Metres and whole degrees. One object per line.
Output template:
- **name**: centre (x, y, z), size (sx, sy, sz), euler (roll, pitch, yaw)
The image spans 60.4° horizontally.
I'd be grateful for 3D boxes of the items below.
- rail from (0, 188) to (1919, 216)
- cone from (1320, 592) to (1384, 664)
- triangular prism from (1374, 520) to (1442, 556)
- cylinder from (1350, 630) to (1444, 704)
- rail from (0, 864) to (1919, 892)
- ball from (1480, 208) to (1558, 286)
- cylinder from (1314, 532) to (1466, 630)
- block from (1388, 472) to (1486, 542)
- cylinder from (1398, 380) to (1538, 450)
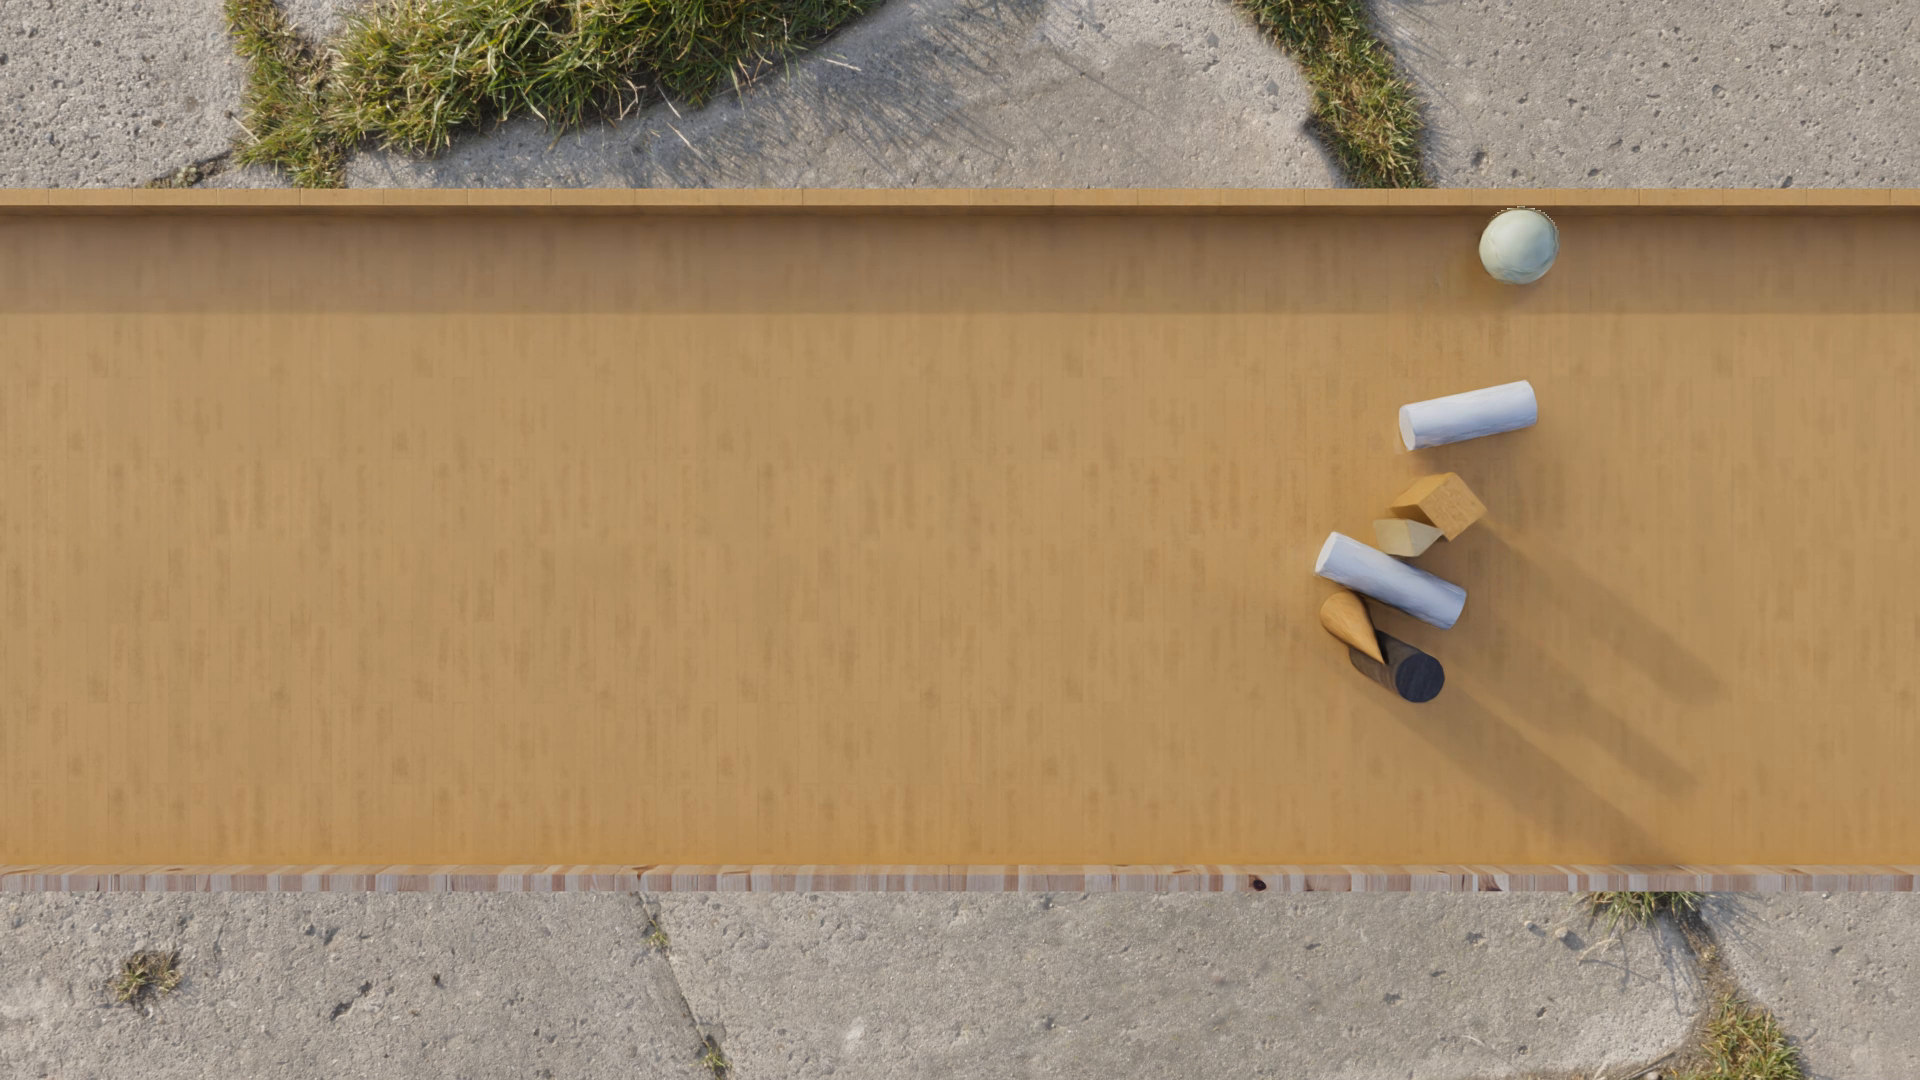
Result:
- **rail**: centre (-2.247, -1.025, 5.002), size (12.000, 0.150, 0.050), euler (0, 90, 0)
- **cone**: centre (1.188, 0.290, 4.853), size (0.151, 0.422, 0.151), euler (-1, 107, -2)
- **triangular prism**: centre (1.307, -0.026, 4.894), size (0.109, 0.360, 0.094), euler (-42, 92, -1)
- **cylinder**: centre (1.283, 0.368, 4.865), size (0.143, 0.406, 0.143), euler (-1, 97, -5)
- **rail**: centre (-2.247, 1.025, 5.001), size (12.000, 0.150, 0.050), euler (0, 90, 0)
- **ball**: centre (1.647, -0.863, 4.862), size (0.221, 0.221, 0.221), euler (0, 90, 0)
- **cylinder**: centre (1.306, 0.125, 5.007), size (0.430, 0.139, 0.139), euler (24, 90, 0)
- **block**: centre (1.419, -0.094, 4.916), size (0.144, 0.319, 0.144), euler (-41, 90, -1)
- **cylinder**: centre (1.540, -0.377, 5.006), size (0.376, 0.141, 0.141), euler (-12, 90, 0)
